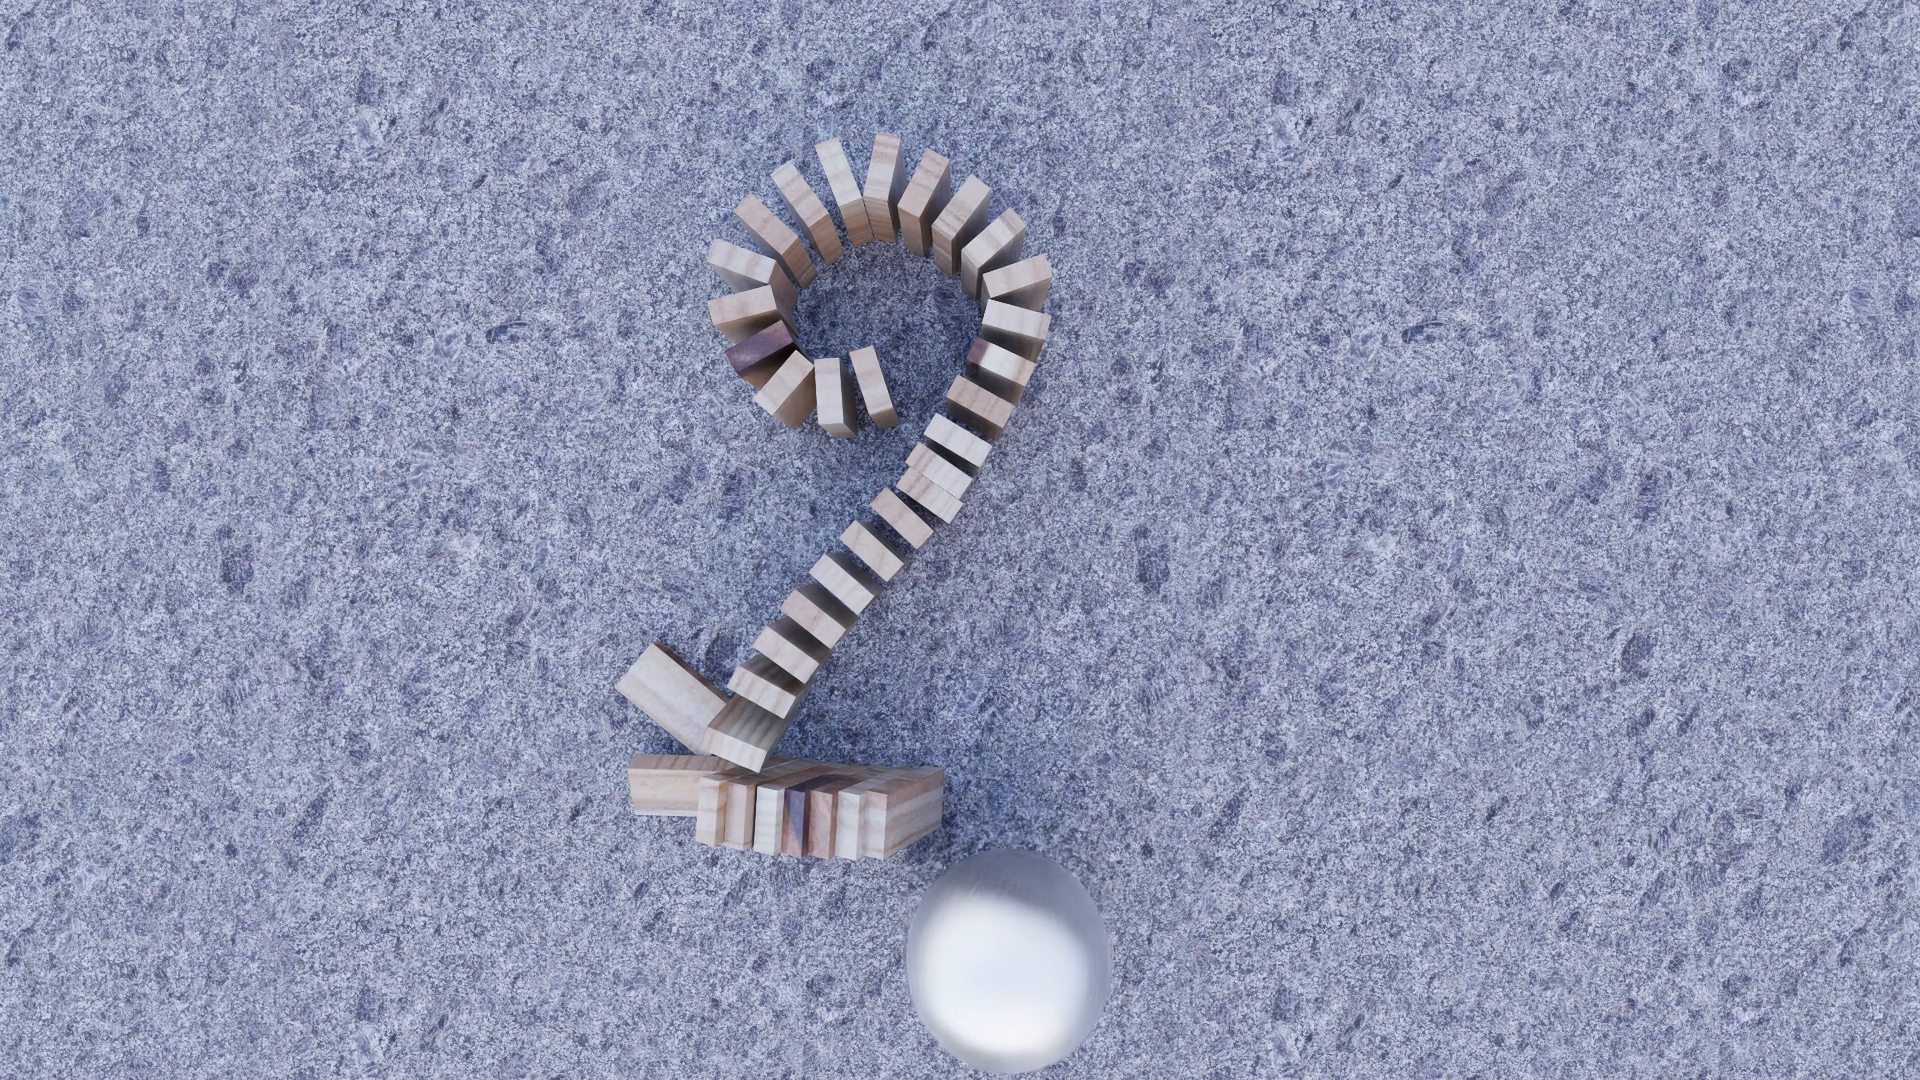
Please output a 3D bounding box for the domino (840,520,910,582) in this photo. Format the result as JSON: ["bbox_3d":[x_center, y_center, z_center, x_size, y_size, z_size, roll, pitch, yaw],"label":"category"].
[{"bbox_3d":[-0.034,0.004,0.375,0.025,0.050,0.009,42,90,0],"label":"domino"}]

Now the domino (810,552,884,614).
[{"bbox_3d":[-0.045,0.017,0.375,0.025,0.050,0.010,41,90,0],"label":"domino"}]

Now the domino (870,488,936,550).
[{"bbox_3d":[-0.022,-0.008,0.375,0.025,0.050,0.009,43,90,0],"label":"domino"}]

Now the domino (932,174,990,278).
[{"bbox_3d":[0.000,-0.127,0.375,0.009,0.050,0.025,37,90,0],"label":"domino"}]

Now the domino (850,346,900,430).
[{"bbox_3d":[-0.034,-0.061,0.375,0.009,0.050,0.025,-18,90,0],"label":"domino"}]

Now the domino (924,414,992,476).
[{"bbox_3d":[-0.001,-0.038,0.375,0.025,0.050,0.009,31,90,0],"label":"domino"}]

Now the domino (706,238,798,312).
[{"bbox_3d":[-0.084,-0.107,0.375,0.025,0.050,0.009,20,90,0],"label":"domino"}]

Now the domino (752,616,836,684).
[{"bbox_3d":[-0.067,0.044,0.375,0.025,0.050,0.010,36,90,0],"label":"domino"}]

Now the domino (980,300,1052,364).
[{"bbox_3d":[0.022,-0.084,0.375,0.025,0.050,0.010,15,90,0],"label":"domino"}]

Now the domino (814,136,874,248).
[{"bbox_3d":[-0.047,-0.141,0.375,0.009,0.050,0.025,-22,90,0],"label":"domino"}]

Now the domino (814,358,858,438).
[{"bbox_3d":[-0.050,-0.057,0.375,0.010,0.050,0.025,-4,90,0],"label":"domino"}]

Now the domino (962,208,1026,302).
[{"bbox_3d":[0.013,-0.116,0.375,0.025,0.050,0.009,-41,90,0],"label":"domino"}]

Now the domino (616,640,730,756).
[{"bbox_3d":[-0.120,0.069,0.395,0.050,0.010,0.025,39,90,0],"label":"domino"}]

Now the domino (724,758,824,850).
[{"bbox_3d":[-0.075,0.107,0.376,0.010,0.050,0.025,3,90,27],"label":"domino"}]

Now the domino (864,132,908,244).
[{"bbox_3d":[-0.030,-0.143,0.375,0.010,0.050,0.025,12,90,0],"label":"domino"}]

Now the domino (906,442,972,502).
[{"bbox_3d":[-0.008,-0.026,0.375,0.025,0.050,0.010,35,90,0],"label":"domino"}]

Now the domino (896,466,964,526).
[{"bbox_3d":[-0.012,-0.017,0.375,0.025,0.050,0.010,35,90,0],"label":"domino"}]

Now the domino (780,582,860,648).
[{"bbox_3d":[-0.056,0.030,0.375,0.025,0.050,0.009,38,90,0],"label":"domino"}]

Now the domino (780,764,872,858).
[{"bbox_3d":[-0.054,0.110,0.375,0.010,0.050,0.025,3,90,25],"label":"domino"}]

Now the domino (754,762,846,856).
[{"bbox_3d":[-0.064,0.109,0.375,0.010,0.050,0.025,3,90,25],"label":"domino"}]

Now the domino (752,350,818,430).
[{"bbox_3d":[-0.067,-0.060,0.375,0.010,0.050,0.025,41,90,0],"label":"domino"}]

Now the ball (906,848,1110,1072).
[{"bbox_3d":[0.019,0.163,0.360,0.080,0.080,0.080,0,90,0],"label":"ball"}]

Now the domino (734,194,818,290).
[{"bbox_3d":[-0.074,-0.121,0.375,0.025,0.050,0.010,42,90,0],"label":"domino"}]

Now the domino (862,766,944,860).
[{"bbox_3d":[-0.022,0.110,0.375,0.010,0.050,0.025,3,90,25],"label":"domino"}]

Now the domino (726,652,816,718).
[{"bbox_3d":[-0.076,0.058,0.375,0.025,0.050,0.009,29,90,0],"label":"domino"}]

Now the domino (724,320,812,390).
[{"bbox_3d":[-0.077,-0.074,0.375,0.025,0.050,0.010,-29,90,0],"label":"domino"}]

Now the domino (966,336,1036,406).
[{"bbox_3d":[0.016,-0.068,0.375,0.025,0.050,0.009,25,90,0],"label":"domino"}]

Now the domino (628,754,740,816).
[{"bbox_3d":[-0.114,0.105,0.390,0.050,0.010,0.025,2,116,0],"label":"domino"}]

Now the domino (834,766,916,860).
[{"bbox_3d":[-0.033,0.111,0.375,0.009,0.050,0.025,3,90,25],"label":"domino"}]

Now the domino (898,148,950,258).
[{"bbox_3d":[-0.014,-0.136,0.375,0.010,0.050,0.025,28,90,0],"label":"domino"}]

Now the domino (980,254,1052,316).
[{"bbox_3d":[0.022,-0.101,0.375,0.025,0.050,0.010,-19,90,0],"label":"domino"}]

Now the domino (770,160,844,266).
[{"bbox_3d":[-0.061,-0.132,0.375,0.009,0.050,0.025,-37,90,0],"label":"domino"}]

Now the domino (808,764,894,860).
[{"bbox_3d":[-0.043,0.110,0.375,0.010,0.050,0.025,3,90,25],"label":"domino"}]

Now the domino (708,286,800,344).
[{"bbox_3d":[-0.083,-0.090,0.375,0.025,0.050,0.010,-15,90,0],"label":"domino"}]

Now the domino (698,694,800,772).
[{"bbox_3d":[-0.085,0.075,0.375,0.025,0.050,0.010,23,102,0],"label":"domino"}]

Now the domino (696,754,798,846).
[{"bbox_3d":[-0.086,0.106,0.376,0.010,0.050,0.025,5,90,27],"label":"domino"}]

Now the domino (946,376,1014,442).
[{"bbox_3d":[0.008,-0.053,0.375,0.025,0.050,0.010,29,90,0],"label":"domino"}]
